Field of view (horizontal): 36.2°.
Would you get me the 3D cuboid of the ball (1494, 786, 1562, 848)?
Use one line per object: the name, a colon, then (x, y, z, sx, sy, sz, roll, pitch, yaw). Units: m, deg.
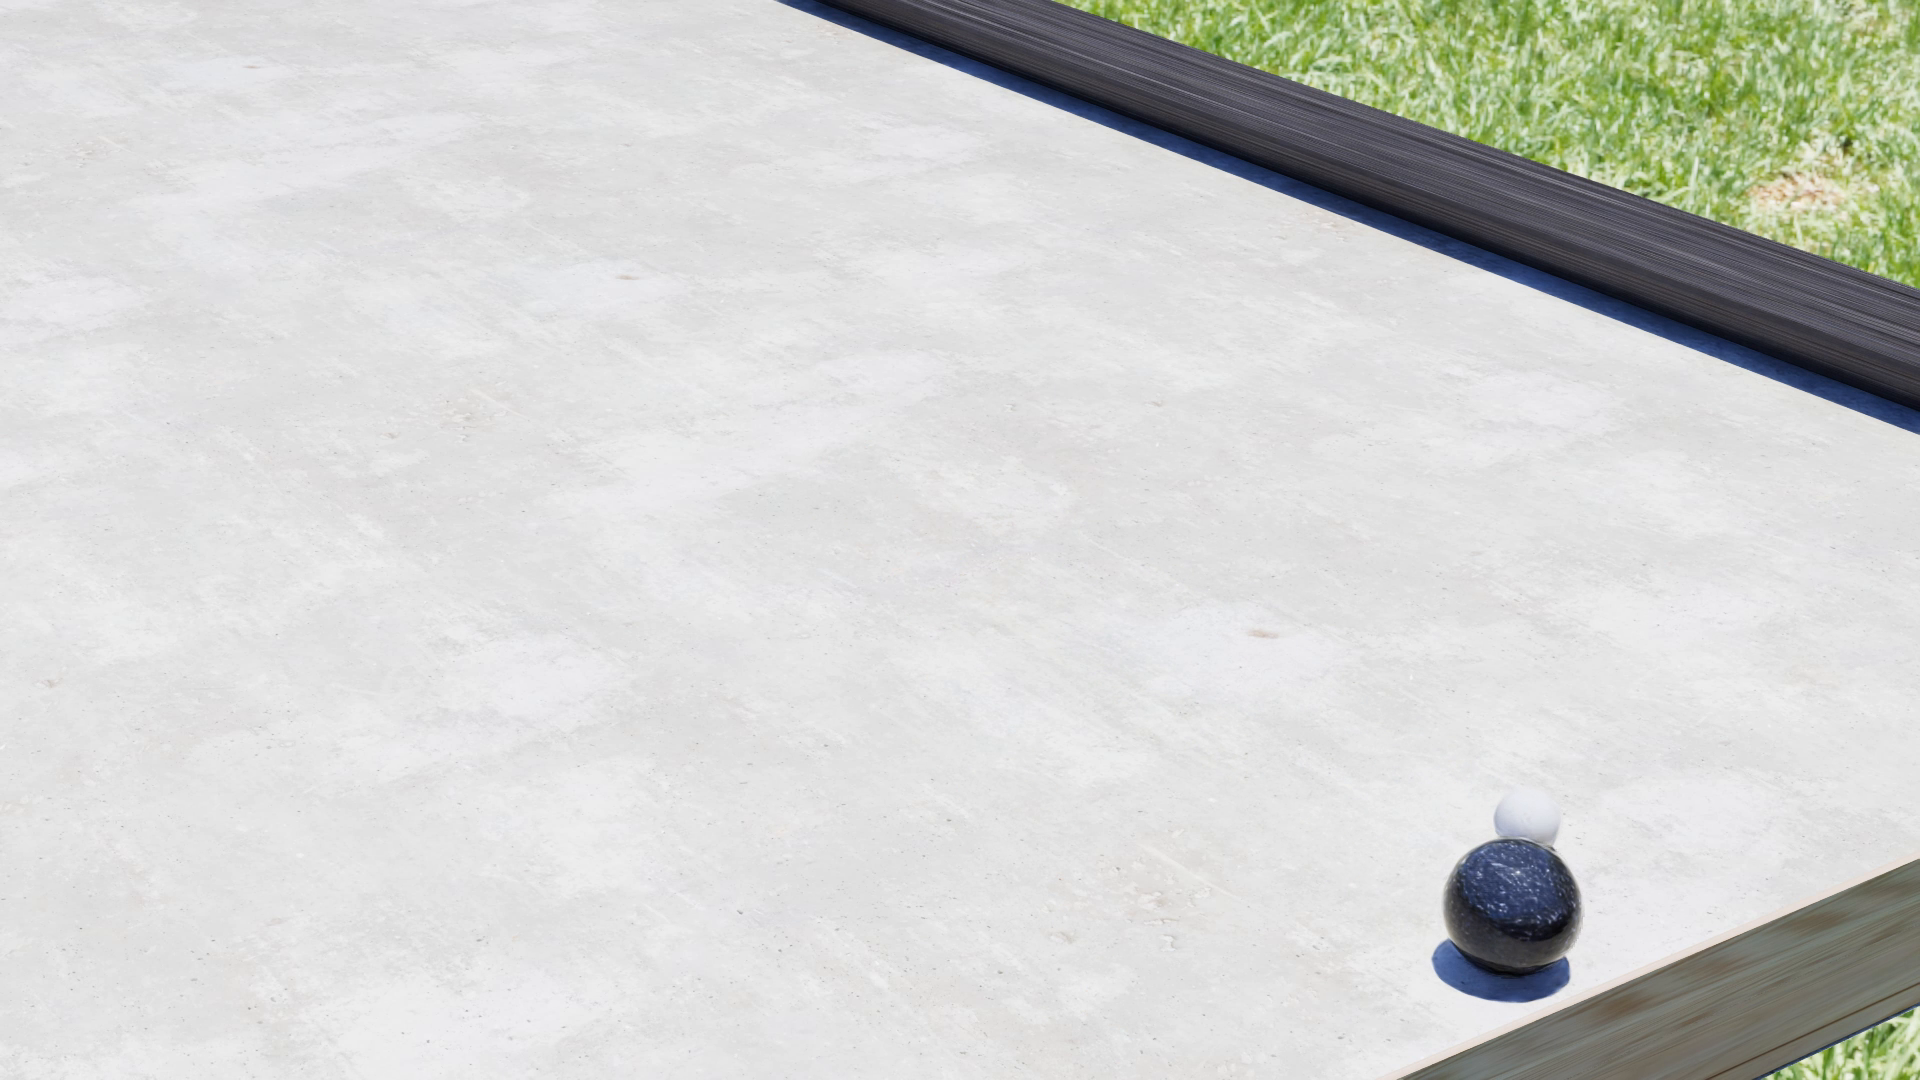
ball: (0.364, 0.180, 1.885, 0.043, 0.043, 0.043, 0, 24, 0)

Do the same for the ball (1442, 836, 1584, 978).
ball: (0.328, 0.218, 1.749, 0.083, 0.083, 0.083, 0, 24, 0)

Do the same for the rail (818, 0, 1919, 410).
rail: (0.276, -0.492, 3.334, 0.045, 0.108, 3.273, -15, 28, -31)

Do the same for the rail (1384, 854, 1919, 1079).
rail: (0.444, 0.244, 1.656, 1.816, 0.108, 0.045, -15, 28, -31)
